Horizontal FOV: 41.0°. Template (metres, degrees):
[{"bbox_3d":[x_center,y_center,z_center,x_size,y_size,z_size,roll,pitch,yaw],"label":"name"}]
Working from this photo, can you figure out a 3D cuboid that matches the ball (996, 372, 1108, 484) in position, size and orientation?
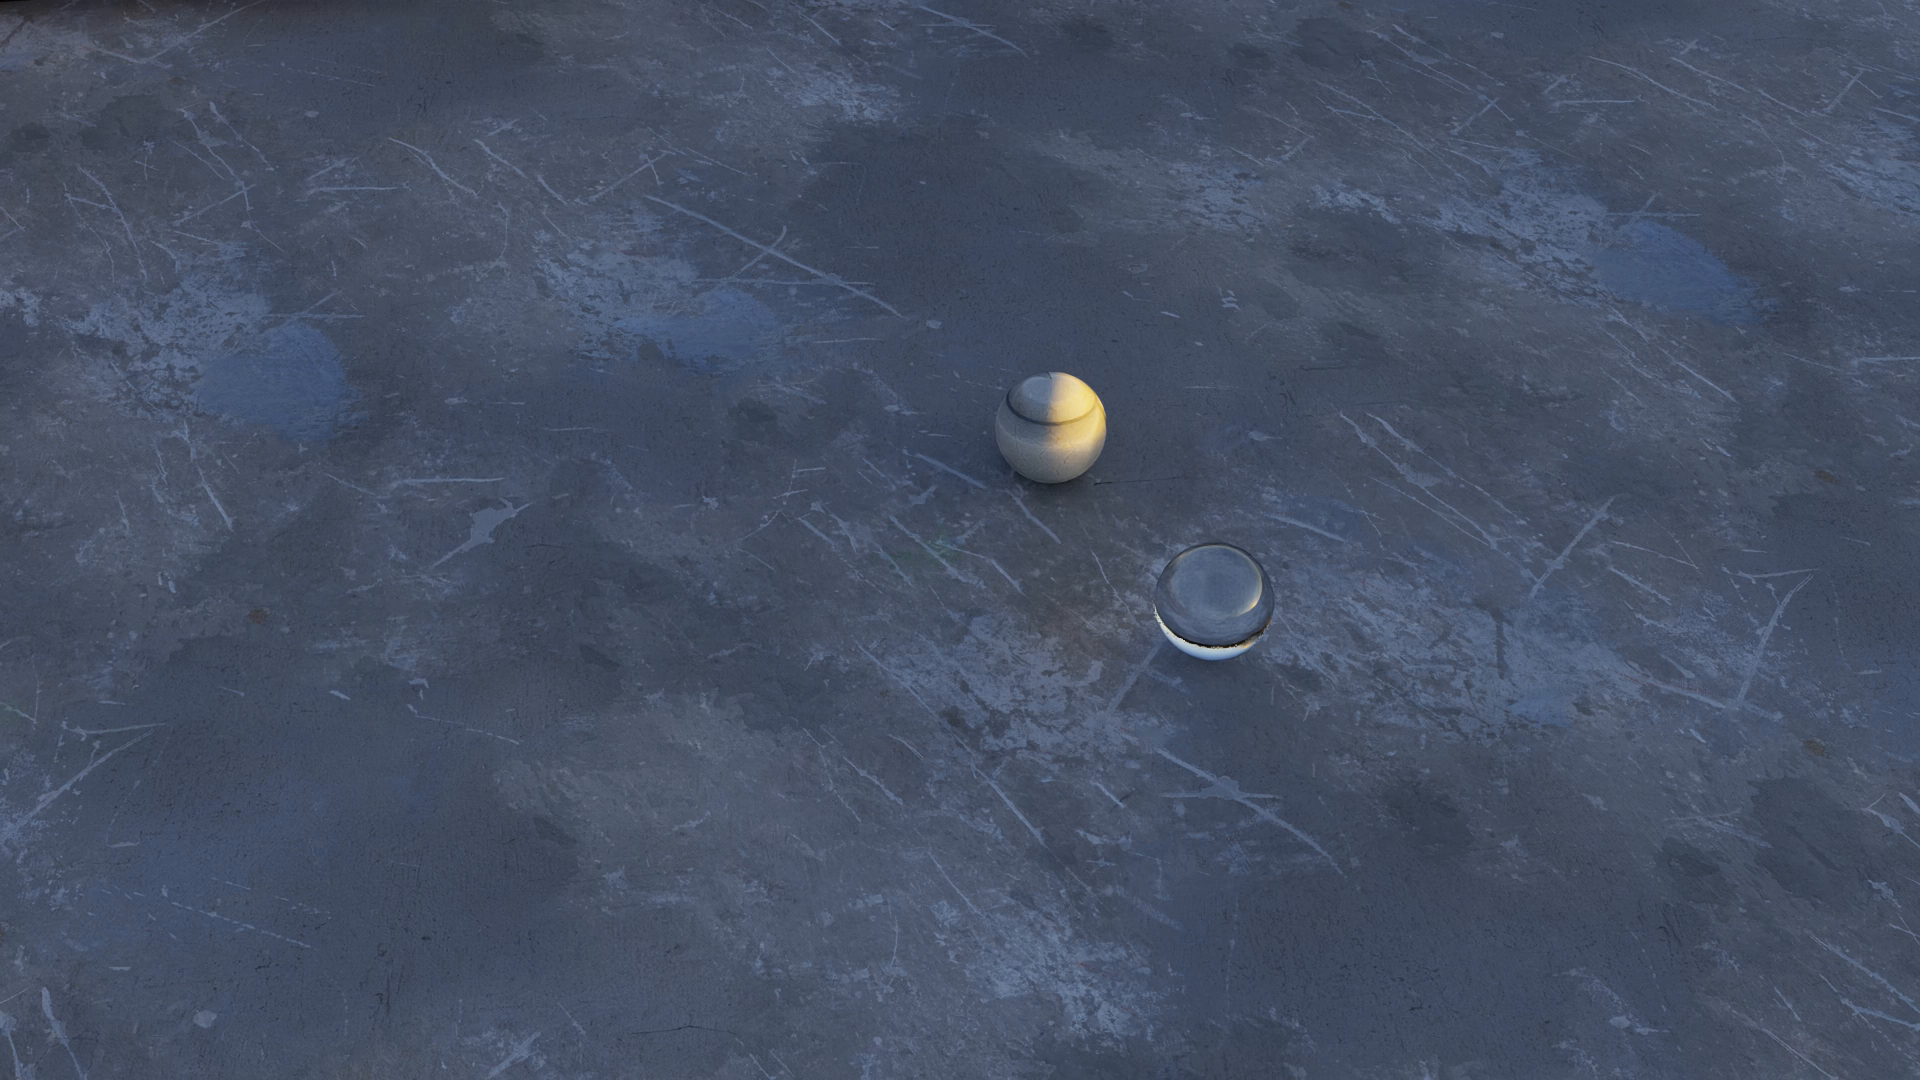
[{"bbox_3d":[0.059,-0.072,1.654,0.072,0.072,0.072,0,36,0],"label":"ball"}]

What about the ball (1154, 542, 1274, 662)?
[{"bbox_3d":[0.149,0.036,1.508,0.070,0.070,0.070,0,36,0],"label":"ball"}]
